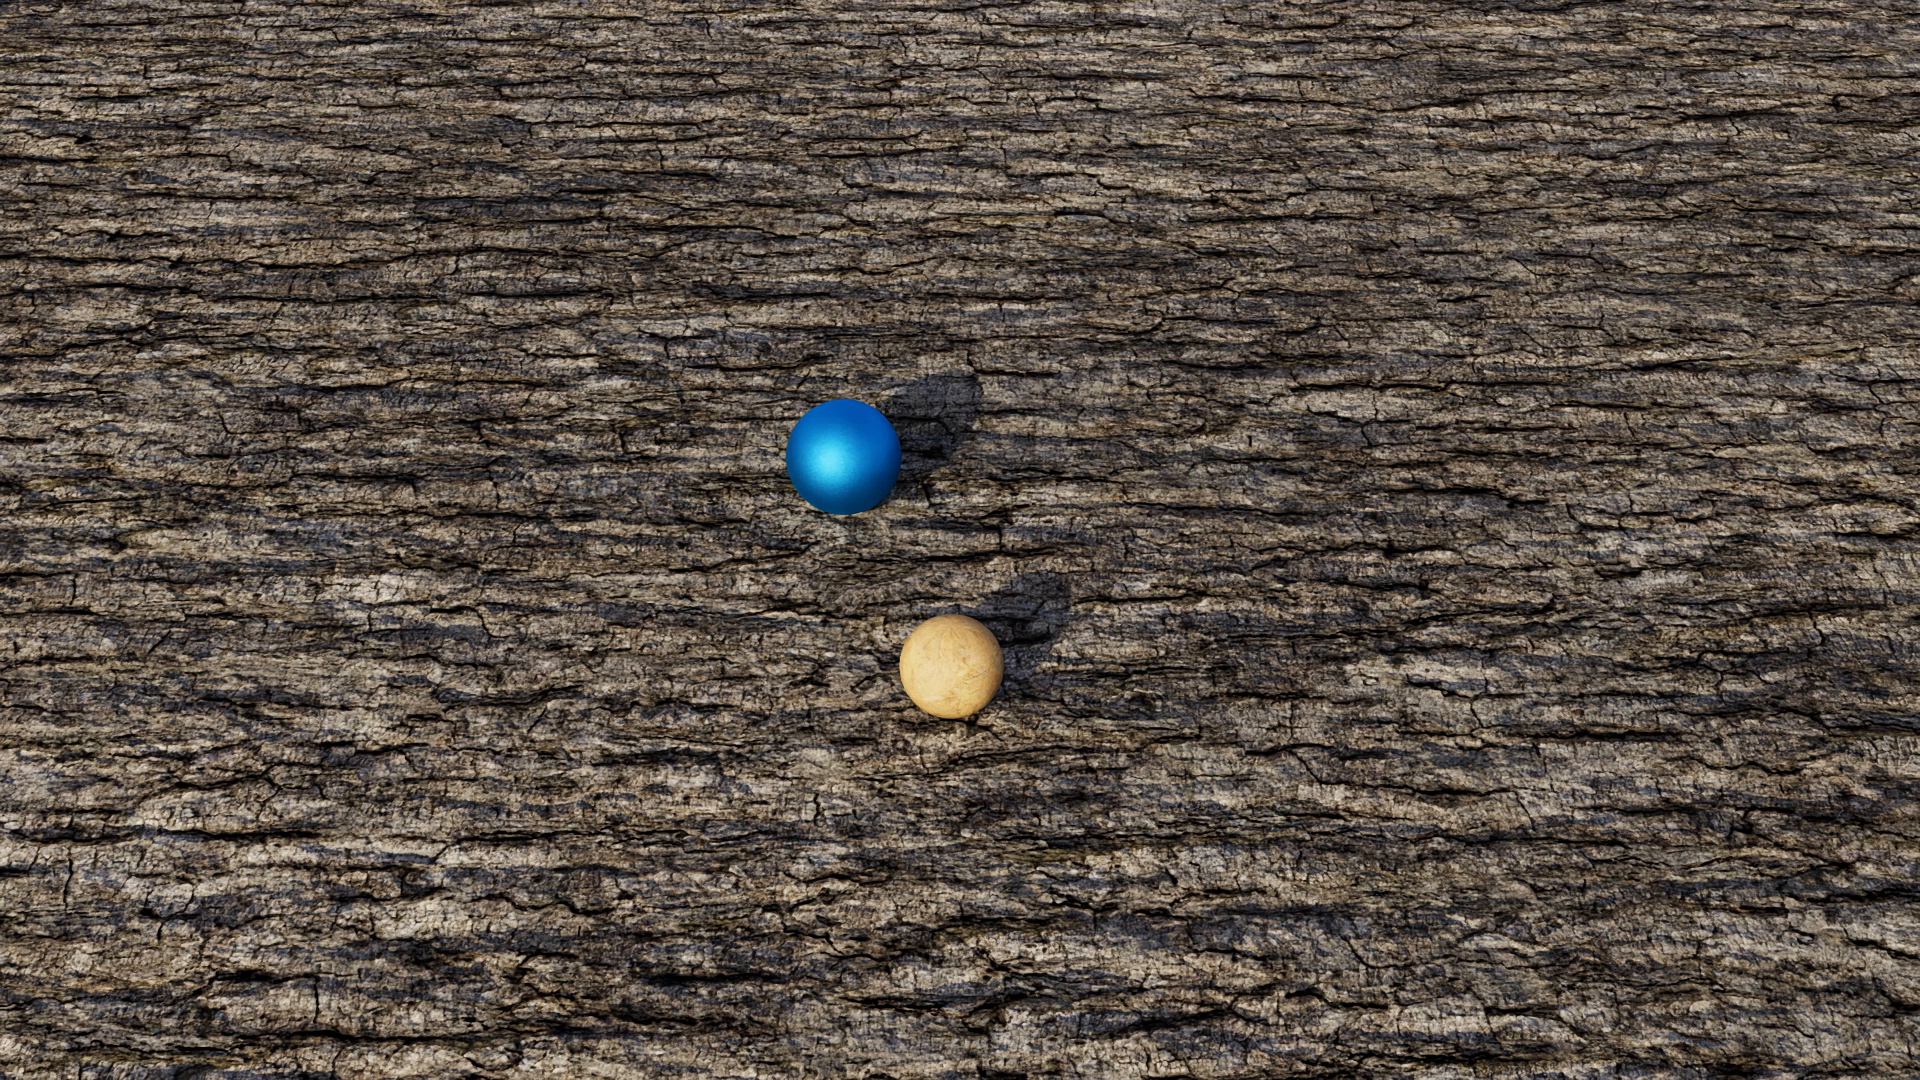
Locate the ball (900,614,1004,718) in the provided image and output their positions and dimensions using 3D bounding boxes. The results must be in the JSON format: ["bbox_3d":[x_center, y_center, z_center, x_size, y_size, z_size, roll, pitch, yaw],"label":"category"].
[{"bbox_3d":[-0.005,0.074,1.504,0.062,0.062,0.062,0,36,0],"label":"ball"}]

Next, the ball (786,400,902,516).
[{"bbox_3d":[-0.075,-0.054,1.665,0.075,0.075,0.075,0,36,0],"label":"ball"}]
